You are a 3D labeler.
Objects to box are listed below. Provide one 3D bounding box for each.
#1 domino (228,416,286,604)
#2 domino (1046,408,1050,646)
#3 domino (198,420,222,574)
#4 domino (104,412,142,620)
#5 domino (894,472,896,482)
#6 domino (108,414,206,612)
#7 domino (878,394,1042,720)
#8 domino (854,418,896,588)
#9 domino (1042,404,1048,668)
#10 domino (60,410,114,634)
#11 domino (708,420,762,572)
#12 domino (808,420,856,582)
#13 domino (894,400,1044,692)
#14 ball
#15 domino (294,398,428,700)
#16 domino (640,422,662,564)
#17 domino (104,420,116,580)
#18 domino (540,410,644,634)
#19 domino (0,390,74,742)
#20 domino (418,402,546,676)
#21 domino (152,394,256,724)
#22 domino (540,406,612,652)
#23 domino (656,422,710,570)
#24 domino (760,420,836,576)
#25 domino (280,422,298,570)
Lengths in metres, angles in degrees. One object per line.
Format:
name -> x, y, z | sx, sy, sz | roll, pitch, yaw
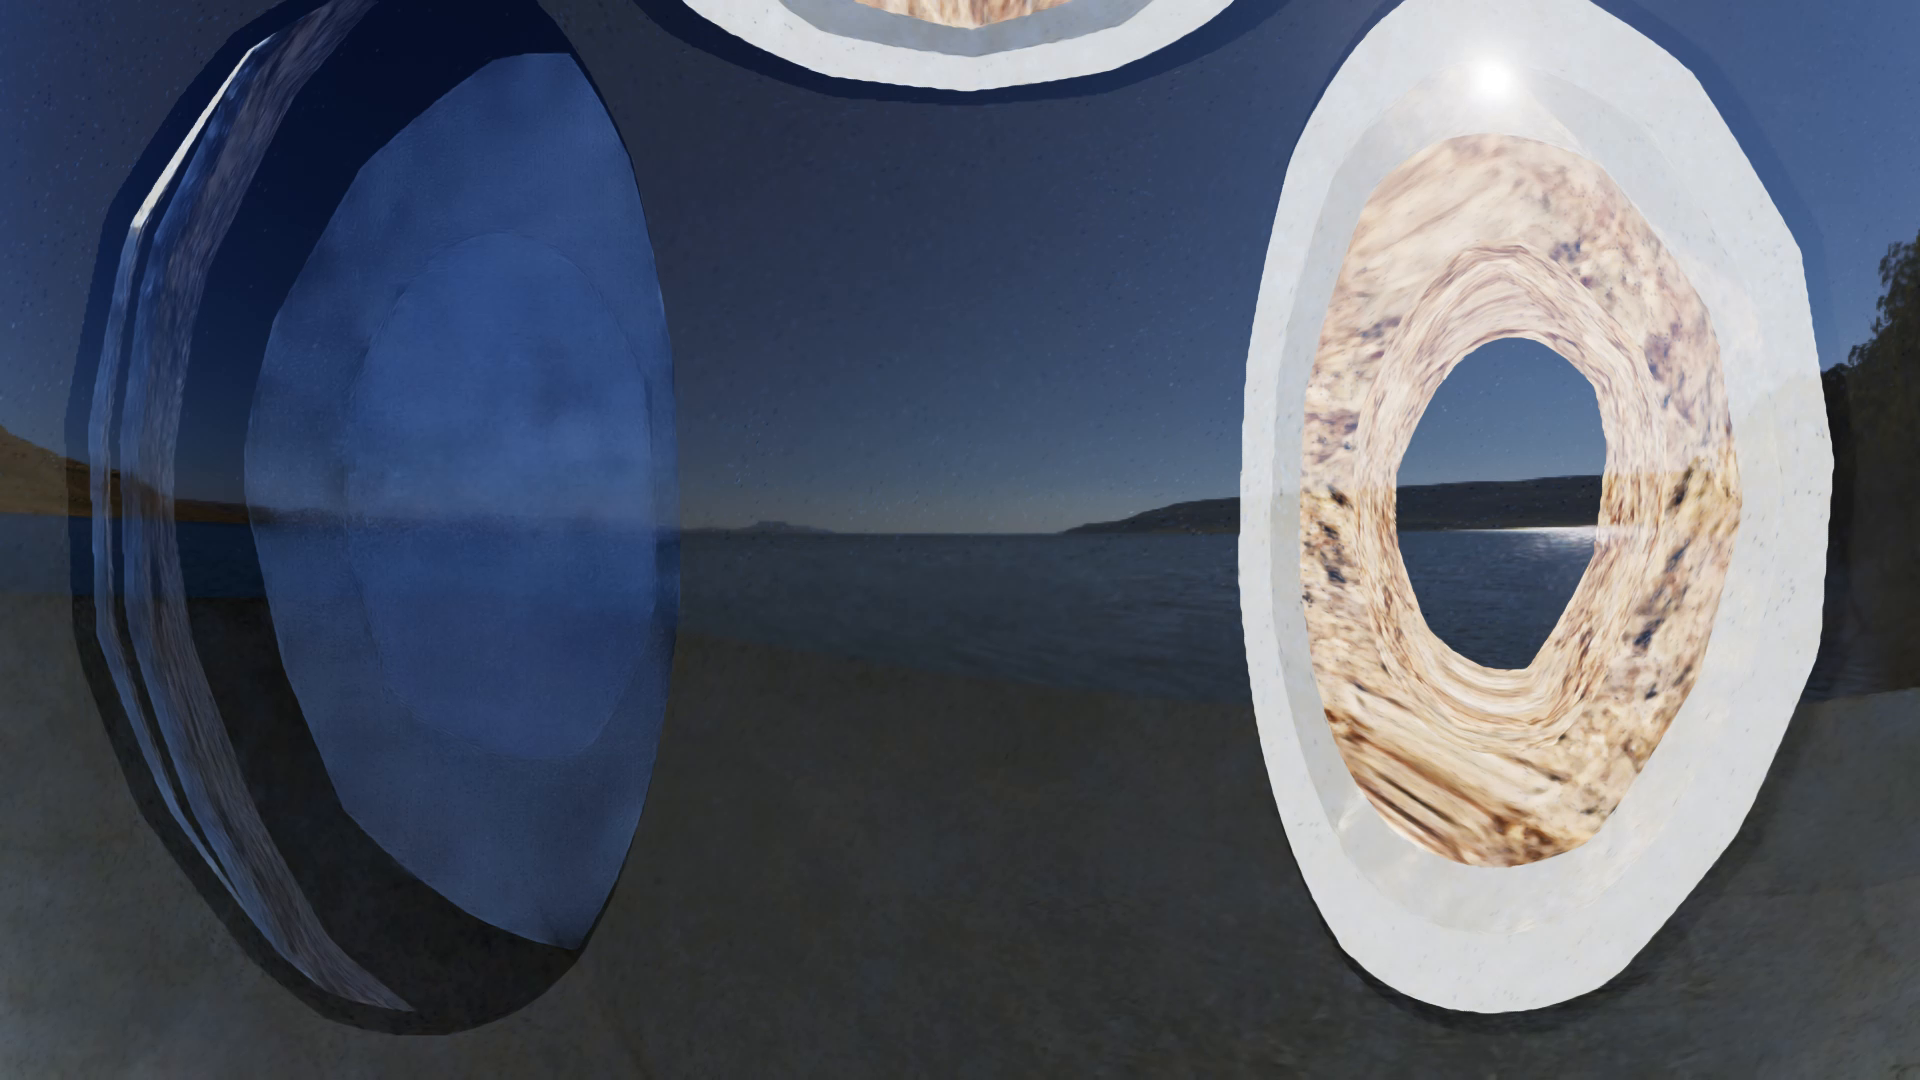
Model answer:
domino -> -0.192, -0.009, 0.351 | 0.009, 0.050, 0.025 | -3, 5, -35
domino -> 0.006, -0.003, 0.273 | 0.025, 0.050, 0.009 | 0, 4, 4
domino -> -0.255, -0.015, 0.429 | 0.010, 0.050, 0.025 | -3, 5, -37
domino -> -0.215, -0.006, 0.310 | 0.025, 0.050, 0.010 | -1, 4, -9
domino -> -0.005, -0.010, 0.367 | 0.025, 0.050, 0.009 | -2, 5, -29
domino -> -0.208, -0.007, 0.333 | 0.025, 0.050, 0.010 | 3, 5, 31
domino -> 0.000, 0.002, 0.201 | 0.025, 0.050, 0.010 | 0, 4, 0
domino -> -0.019, -0.012, 0.387 | 0.025, 0.050, 0.009 | -3, 5, -38
domino -> 0.004, -0.001, 0.249 | 0.025, 0.050, 0.010 | 0, 4, 6
domino -> -0.207, -0.004, 0.288 | 0.025, 0.050, 0.010 | -2, 5, -22
domino -> -0.073, -0.015, 0.435 | 0.009, 0.050, 0.025 | 3, 5, 32
domino -> -0.035, -0.013, 0.405 | 0.009, 0.050, 0.025 | 4, 6, 44
domino -> 0.002, 0.001, 0.225 | 0.025, 0.050, 0.009 | 0, 4, 6
ball -> 0.000, -0.002, 0.056 | 0.080, 0.080, 0.080 | 0, 4, 0
domino -> -0.104, 0.001, 0.222 | 0.025, 0.050, 0.009 | 3, 6, 39
domino -> -0.116, -0.017, 0.455 | 0.010, 0.050, 0.025 | 1, 4, 15
domino -> -0.273, -0.013, 0.413 | 0.025, 0.050, 0.009 | 4, 6, 41
domino -> -0.086, -0.004, 0.291 | 0.025, 0.050, 0.010 | 0, 4, -4
domino -> -0.142, 0.003, 0.193 | 0.009, 0.050, 0.025 | -2, 5, -27
domino -> -0.092, -0.001, 0.243 | 0.025, 0.050, 0.010 | 2, 5, 20
domino -> -0.122, 0.002, 0.206 | 0.010, 0.050, 0.025 | -3, 5, -37
domino -> -0.087, -0.002, 0.267 | 0.025, 0.050, 0.009 | 1, 4, 8
domino -> -0.094, -0.016, 0.447 | 0.010, 0.050, 0.025 | 2, 5, 25
domino -> -0.053, -0.014, 0.421 | 0.009, 0.050, 0.025 | 3, 5, 38
domino -> -0.234, -0.016, 0.441 | 0.010, 0.050, 0.025 | -2, 5, -25
